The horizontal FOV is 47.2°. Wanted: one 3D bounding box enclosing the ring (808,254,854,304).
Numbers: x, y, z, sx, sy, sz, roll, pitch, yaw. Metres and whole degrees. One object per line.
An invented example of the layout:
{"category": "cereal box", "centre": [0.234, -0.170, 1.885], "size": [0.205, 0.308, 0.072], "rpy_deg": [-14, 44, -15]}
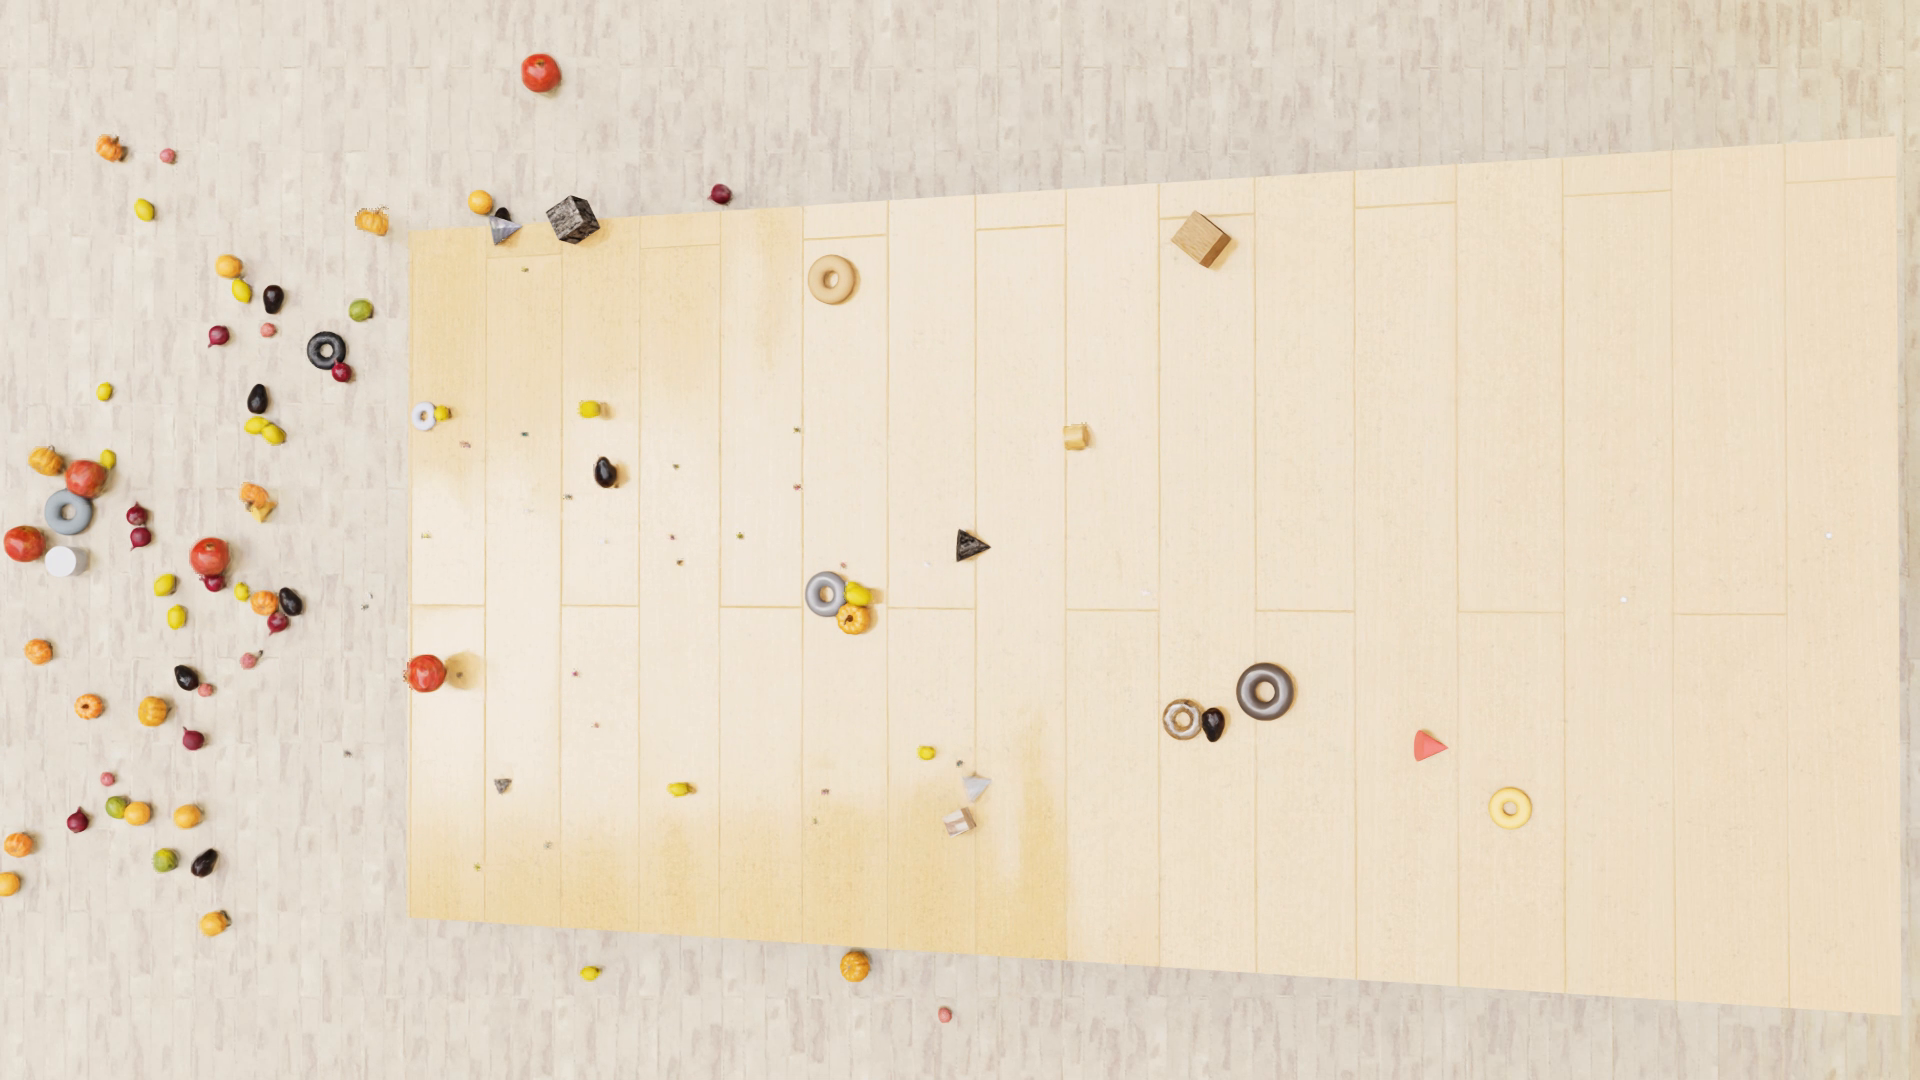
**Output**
{"category": "ring", "centre": [-0.347, -0.702, 5.923], "size": [0.134, 0.045, 0.134], "rpy_deg": [0, 90, 19]}

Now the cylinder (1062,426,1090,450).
{"category": "cylinder", "centre": [0.298, -0.264, 5.669], "size": [0.055, 0.055, 0.055], "rpy_deg": [-10, 89, 20]}

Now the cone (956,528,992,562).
{"category": "cone", "centre": [0.040, 0.017, 5.770], "size": [0.090, 0.090, 0.090], "rpy_deg": [3, 89, -6]}

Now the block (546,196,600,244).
{"category": "block", "centre": [-1.087, -0.899, 6.177], "size": [0.092, 0.092, 0.092], "rpy_deg": [-30, 79, 18]}

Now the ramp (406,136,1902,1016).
{"category": "ramp", "centre": [0.281, 0.089, 5.754], "size": [4.000, 0.100, 2.000], "rpy_deg": [0, 89, 21]}

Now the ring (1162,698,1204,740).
{"category": "ring", "centre": [0.565, 0.455, 5.570], "size": [0.108, 0.036, 0.108], "rpy_deg": [0, 90, 20]}

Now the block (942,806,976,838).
{"category": "block", "centre": [-0.002, 0.740, 5.767], "size": [0.057, 0.057, 0.057], "rpy_deg": [-28, 80, 18]}

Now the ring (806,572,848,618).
{"category": "ring", "centre": [-0.359, 0.147, 5.918], "size": [0.126, 0.042, 0.126], "rpy_deg": [0, 90, 20]}

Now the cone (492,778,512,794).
{"category": "cone", "centre": [-1.299, 0.692, 6.273], "size": [0.051, 0.051, 0.051], "rpy_deg": [-25, 89, -9]}

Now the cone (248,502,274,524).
{"category": "cone", "centre": [-2.048, -0.093, 6.486], "size": [0.070, 0.070, 0.070], "rpy_deg": [-31, 89, -33]}

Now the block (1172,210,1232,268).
{"category": "block", "centre": [0.608, -0.757, 5.538], "size": [0.096, 0.096, 0.096], "rpy_deg": [42, 103, 16]}

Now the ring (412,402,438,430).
{"category": "ring", "centre": [-1.553, -0.360, 6.379], "size": [0.086, 0.029, 0.086], "rpy_deg": [0, 90, 19]}

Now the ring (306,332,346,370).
{"category": "ring", "centre": [-1.871, -0.559, 6.493], "size": [0.116, 0.039, 0.116], "rpy_deg": [0, 90, -1]}

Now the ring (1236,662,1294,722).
{"category": "ring", "centre": [0.761, 0.379, 5.490], "size": [0.148, 0.049, 0.148], "rpy_deg": [-1, 88, 21]}

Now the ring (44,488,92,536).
{"category": "ring", "centre": [-2.629, -0.082, 6.483], "size": [0.139, 0.046, 0.139], "rpy_deg": [0, 88, 0]}

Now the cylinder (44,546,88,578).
{"category": "cylinder", "centre": [-2.624, 0.064, 6.458], "size": [0.090, 0.090, 0.090], "rpy_deg": [0, 89, 0]}

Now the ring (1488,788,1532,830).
{"category": "ring", "centre": [1.321, 0.646, 5.285], "size": [0.101, 0.034, 0.101], "rpy_deg": [0, 90, 22]}

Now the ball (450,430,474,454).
{"category": "ball", "centre": [-1.434, -0.284, 6.339], "size": [0.070, 0.070, 0.070], "rpy_deg": [0, 89, 0]}

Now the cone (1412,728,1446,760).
{"category": "cone", "centre": [1.153, 0.503, 5.349], "size": [0.077, 0.077, 0.077], "rpy_deg": [14, 89, -19]}
